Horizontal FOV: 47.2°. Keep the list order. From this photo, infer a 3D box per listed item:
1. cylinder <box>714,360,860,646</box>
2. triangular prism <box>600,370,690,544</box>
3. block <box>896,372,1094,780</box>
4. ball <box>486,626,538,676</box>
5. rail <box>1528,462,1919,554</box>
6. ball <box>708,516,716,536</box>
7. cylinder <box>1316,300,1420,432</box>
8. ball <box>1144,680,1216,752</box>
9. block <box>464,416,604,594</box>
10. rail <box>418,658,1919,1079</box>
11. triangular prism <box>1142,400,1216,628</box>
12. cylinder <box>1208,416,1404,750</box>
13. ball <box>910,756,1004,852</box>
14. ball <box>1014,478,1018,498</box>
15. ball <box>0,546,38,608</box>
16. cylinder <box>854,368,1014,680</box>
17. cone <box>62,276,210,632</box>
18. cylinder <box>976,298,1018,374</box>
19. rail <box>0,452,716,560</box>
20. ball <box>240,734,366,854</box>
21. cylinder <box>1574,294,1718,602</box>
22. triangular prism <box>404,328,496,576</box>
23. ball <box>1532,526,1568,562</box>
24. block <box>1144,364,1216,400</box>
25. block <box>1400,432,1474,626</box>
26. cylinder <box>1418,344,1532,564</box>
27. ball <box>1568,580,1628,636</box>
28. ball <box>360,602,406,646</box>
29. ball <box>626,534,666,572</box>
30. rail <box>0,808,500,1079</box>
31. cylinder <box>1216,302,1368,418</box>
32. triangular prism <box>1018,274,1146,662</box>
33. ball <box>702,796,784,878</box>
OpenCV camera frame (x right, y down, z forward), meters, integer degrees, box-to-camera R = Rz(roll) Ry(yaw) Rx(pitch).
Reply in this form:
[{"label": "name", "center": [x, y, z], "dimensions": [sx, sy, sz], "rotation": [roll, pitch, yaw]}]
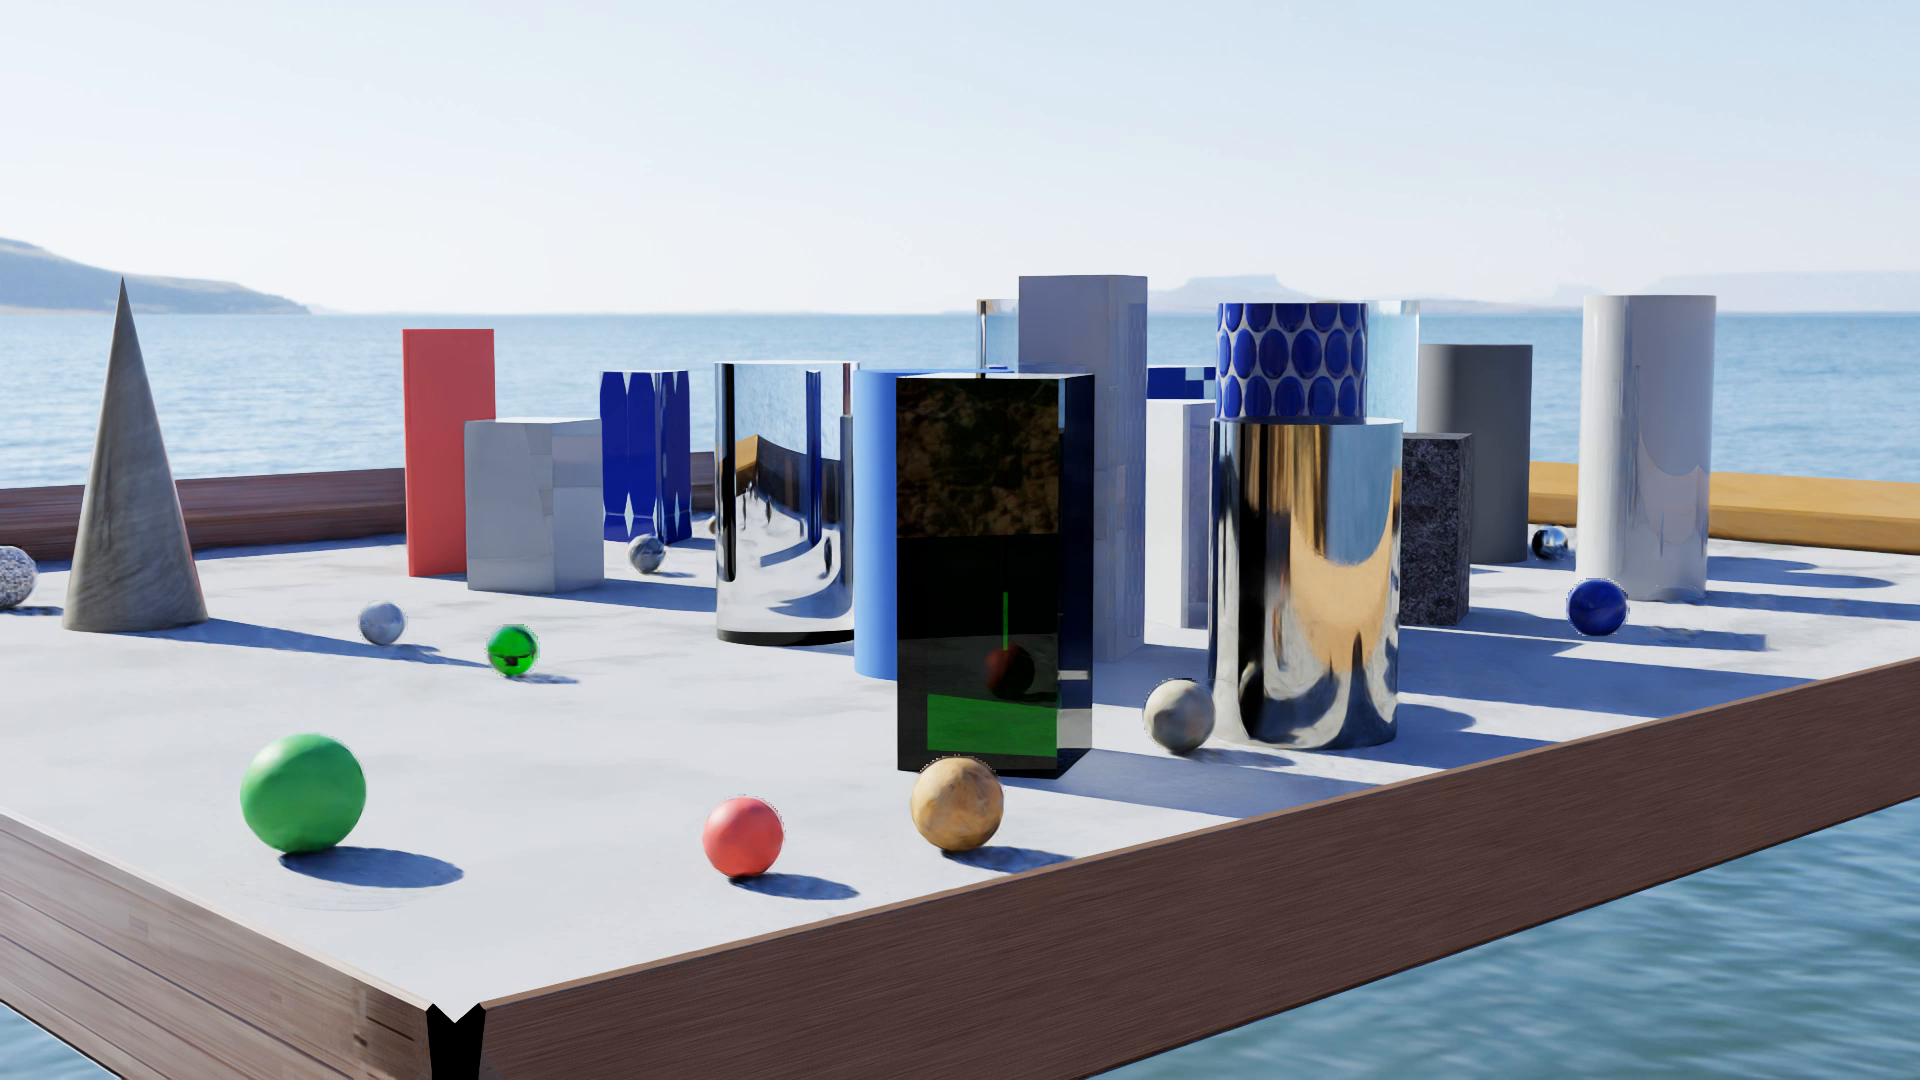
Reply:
[{"label": "cylinder", "center": [-0.235, -0.055, 3.008], "dimensions": [0.199, 0.376, 0.199], "rotation": [0, 6, 0]}, {"label": "triangular prism", "center": [-0.584, -0.164, 4.272], "dimensions": [0.173, 0.329, 0.149], "rotation": [5, 8, 42]}, {"label": "block", "center": [0.037, 0.029, 2.174], "dimensions": [0.159, 0.381, 0.159], "rotation": [2, 6, 16]}, {"label": "ball", "center": [-0.548, 0.135, 2.693], "dimensions": [0.061, 0.061, 0.061], "rotation": [0, 6, 0]}, {"label": "rail", "center": [1.279, -0.089, 4.506], "dimensions": [0.045, 0.129, 3.144], "rotation": [-5, 8, -42]}, {"label": "ball", "center": [-0.480, -0.029, 4.366], "dimensions": [0.042, 0.042, 0.042], "rotation": [0, 6, 0]}, {"label": "cylinder", "center": [0.785, -0.231, 4.264], "dimensions": [0.199, 0.464, 0.199], "rotation": [0, 6, 0]}, {"label": "ball", "center": [0.223, 0.178, 2.229], "dimensions": [0.073, 0.073, 0.073], "rotation": [0, 6, 0]}, {"label": "block", "center": [-0.686, -0.059, 3.553], "dimensions": [0.159, 0.270, 0.159], "rotation": [2, 6, 20]}, {"label": "rail", "center": [1.050, 0.152, 2.200], "dimensions": [3.528, 0.129, 0.045], "rotation": [-5, 8, -42]}, {"label": "triangular prism", "center": [0.306, -0.044, 3.194], "dimensions": [0.149, 0.315, 0.173], "rotation": [4, 7, 36]}, {"label": "cylinder", "center": [0.362, 0.039, 2.317], "dimensions": [0.199, 0.331, 0.199], "rotation": [0, 6, 0]}, {"label": "ball", "center": [-0.002, 0.218, 1.816], "dimensions": [0.078, 0.078, 0.078], "rotation": [0, 6, 0]}, {"label": "ball", "center": [0.154, -0.123, 5.169], "dimensions": [0.063, 0.063, 0.063], "rotation": [0, 6, 0]}, {"label": "ball", "center": [-1.439, 0.055, 3.312], "dimensions": [0.094, 0.094, 0.094], "rotation": [0, 6, 0]}, {"label": "cylinder", "center": [-0.032, -0.024, 2.724], "dimensions": [0.199, 0.371, 0.199], "rotation": [0, 6, 0]}, {"label": "cone", "center": [-1.181, -0.128, 3.126], "dimensions": [0.199, 0.497, 0.199], "rotation": [0, 6, 0]}, {"label": "cylinder", "center": [0.125, -0.163, 3.614], "dimensions": [0.199, 0.463, 0.199], "rotation": [0, 6, 0]}, {"label": "rail", "center": [-1.050, -0.084, 4.464], "dimensions": [3.528, 0.129, 0.045], "rotation": [-5, 8, -42]}, {"label": "ball", "center": [-0.539, 0.209, 1.807], "dimensions": [0.099, 0.099, 0.099], "rotation": [0, 6, 0]}, {"label": "cylinder", "center": [1.077, -0.149, 3.458], "dimensions": [0.199, 0.469, 0.199], "rotation": [0, 6, 0]}, {"label": "triangular prism", "center": [-0.912, -0.156, 3.784], "dimensions": [0.173, 0.414, 0.149], "rotation": [-6, 8, -44]}, {"label": "ball", "center": [1.053, 0.007, 3.927], "dimensions": [0.062, 0.062, 0.062], "rotation": [0, 6, 0]}, {"label": "block", "center": [0.365, -0.150, 4.079], "dimensions": [0.159, 0.343, 0.159], "rotation": [-3, 7, -30]}, {"label": "block", "center": [0.654, -0.020, 3.205], "dimensions": [0.159, 0.265, 0.159], "rotation": [2, 6, 20]}, {"label": "cylinder", "center": [0.923, -0.159, 3.959], "dimensions": [0.199, 0.385, 0.199], "rotation": [0, 6, 0]}, {"label": "ball", "center": [0.873, 0.093, 3.014], "dimensions": [0.079, 0.079, 0.079], "rotation": [0, 6, 0]}, {"label": "ball", "center": [-0.771, 0.111, 2.935], "dimensions": [0.059, 0.059, 0.059], "rotation": [0, 6, 0]}, {"label": "ball", "center": [-0.535, 0.023, 3.751], "dimensions": [0.065, 0.065, 0.065], "rotation": [0, 6, 0]}, {"label": "rail", "center": [-1.279, 0.156, 2.158], "dimensions": [0.045, 0.129, 3.144], "rotation": [-5, 8, -42]}, {"label": "cylinder", "center": [0.439, -0.086, 2.925], "dimensions": [0.199, 0.455, 0.199], "rotation": [0, 6, 0]}, {"label": "triangular prism", "center": [0.190, -0.100, 2.883], "dimensions": [0.149, 0.490, 0.173], "rotation": [-5, 8, -42]}, {"label": "ball", "center": [-0.171, 0.234, 1.732], "dimensions": [0.064, 0.064, 0.064], "rotation": [0, 6, 0]}]
